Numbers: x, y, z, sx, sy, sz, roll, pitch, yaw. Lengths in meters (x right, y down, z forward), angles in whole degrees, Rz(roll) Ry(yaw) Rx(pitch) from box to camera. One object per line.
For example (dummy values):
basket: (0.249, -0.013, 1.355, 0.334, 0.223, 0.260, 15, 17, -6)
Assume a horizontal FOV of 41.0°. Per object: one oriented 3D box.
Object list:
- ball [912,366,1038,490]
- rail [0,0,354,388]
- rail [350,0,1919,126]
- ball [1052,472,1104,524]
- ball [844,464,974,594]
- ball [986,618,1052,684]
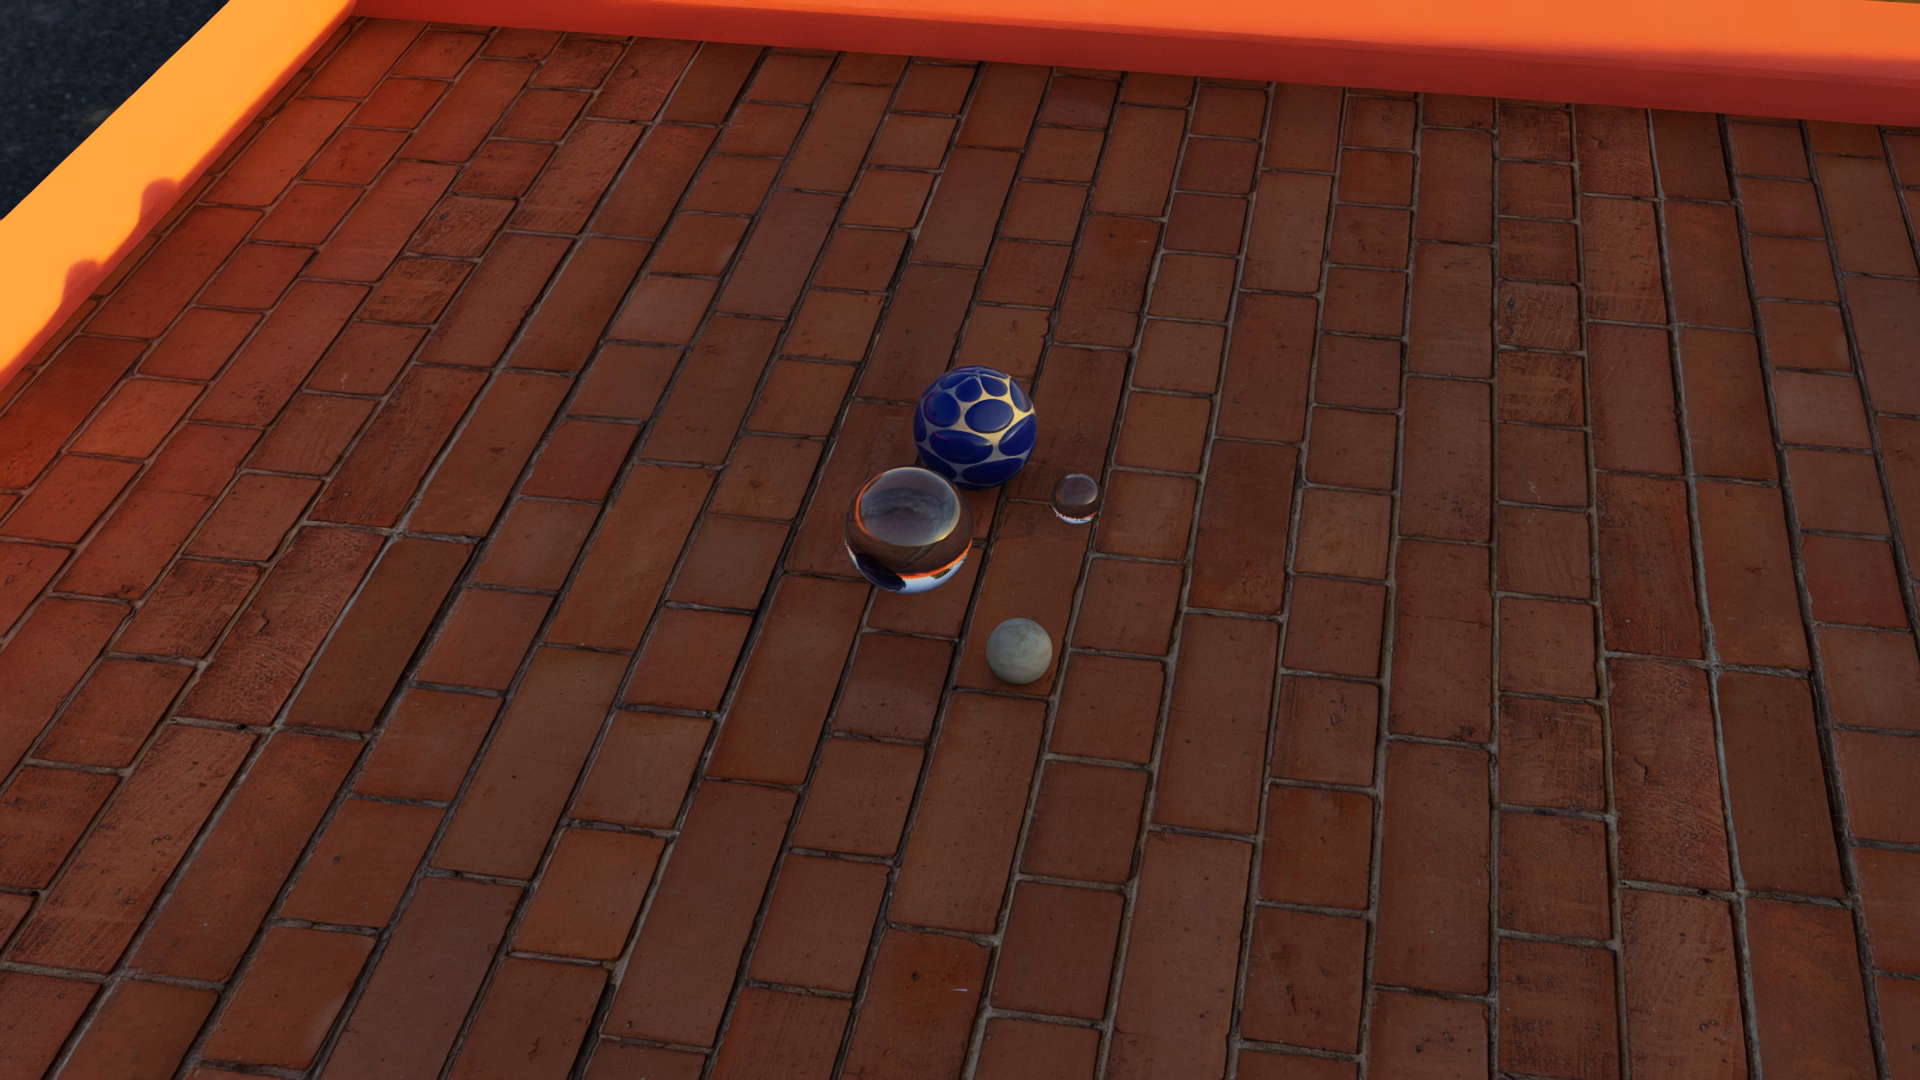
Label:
ball: (0.012, -0.089, 2.034, 0.099, 0.099, 0.099, 0, 34, 0)
rail: (-0.816, -0.105, 2.029, 0.045, 0.129, 1.897, 6, 35, 8)
rail: (0.997, -0.458, 2.544, 3.406, 0.129, 0.045, 6, 35, 8)
ball: (0.091, -0.032, 2.004, 0.041, 0.041, 0.041, 0, 34, 0)
ball: (-0.038, -0.008, 1.918, 0.097, 0.097, 0.097, 0, 34, 0)
ball: (0.042, 0.080, 1.834, 0.048, 0.048, 0.048, 0, 34, 0)
